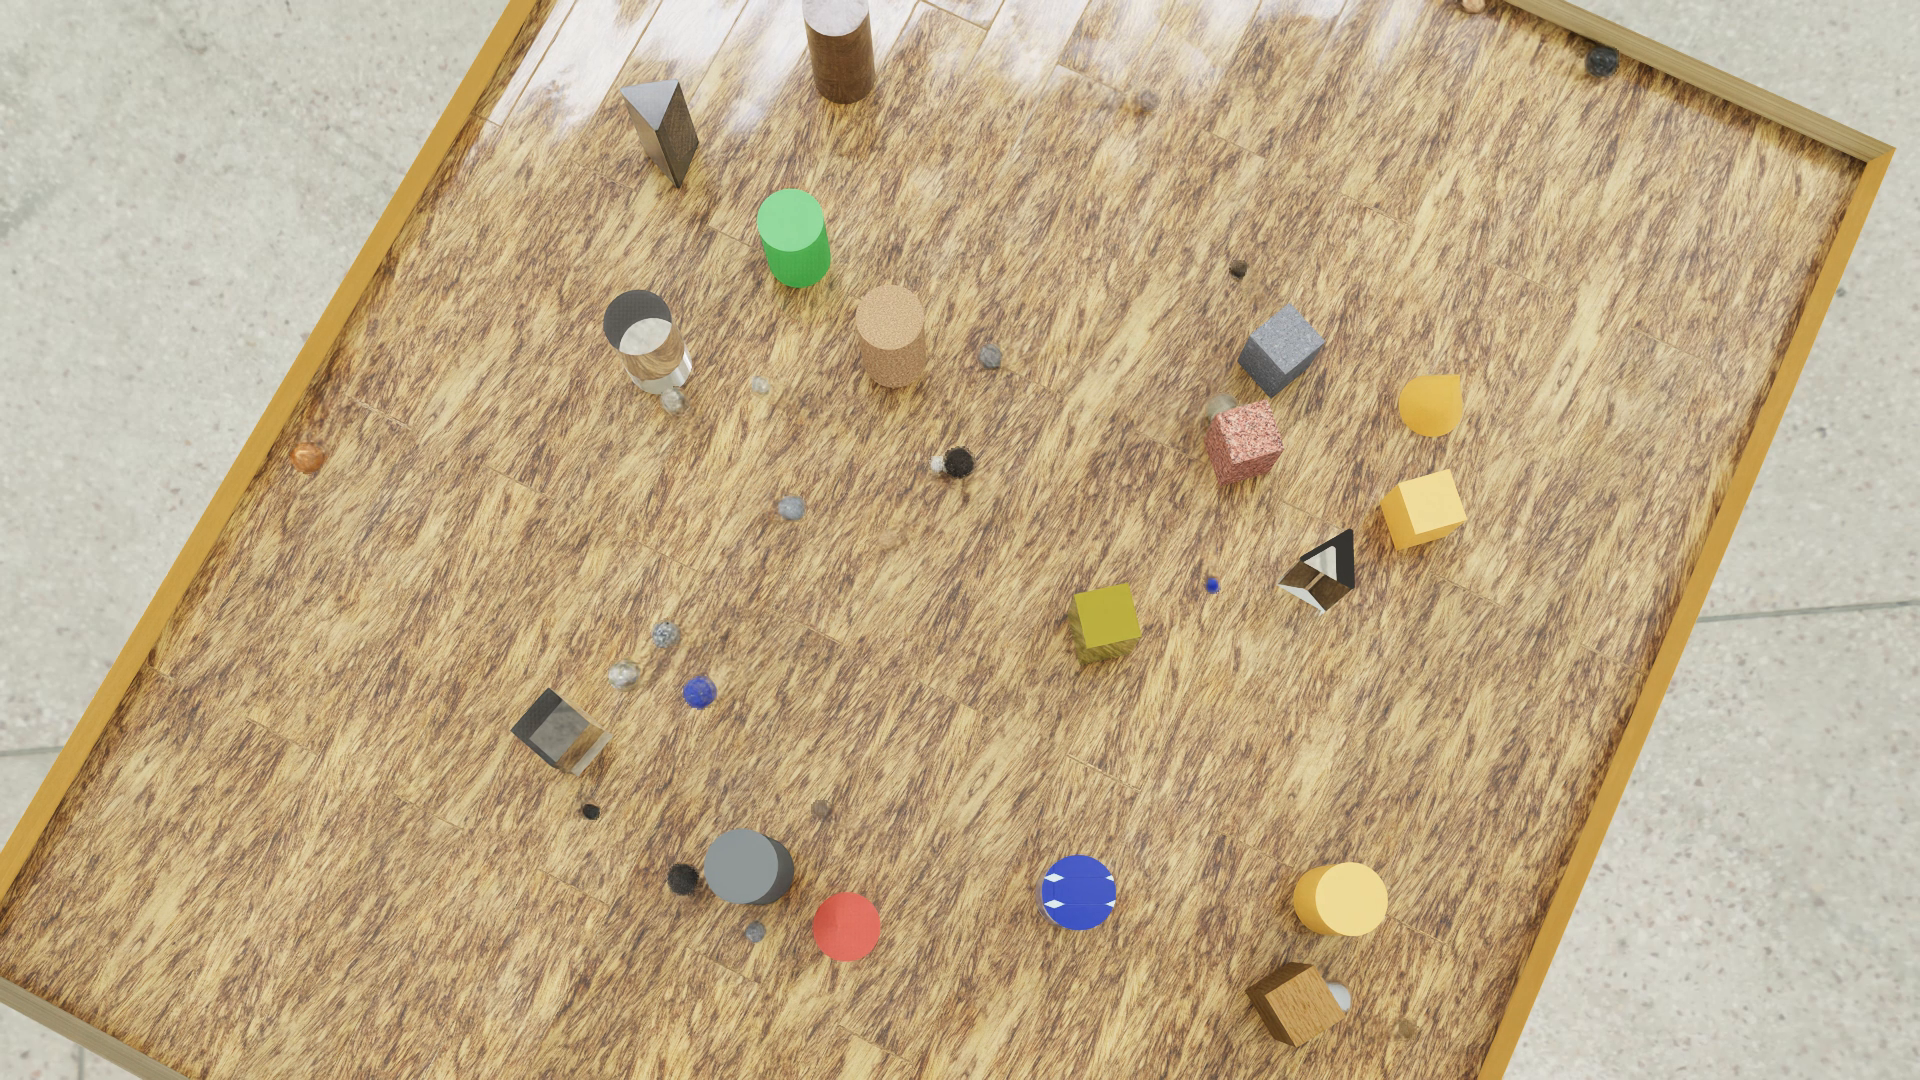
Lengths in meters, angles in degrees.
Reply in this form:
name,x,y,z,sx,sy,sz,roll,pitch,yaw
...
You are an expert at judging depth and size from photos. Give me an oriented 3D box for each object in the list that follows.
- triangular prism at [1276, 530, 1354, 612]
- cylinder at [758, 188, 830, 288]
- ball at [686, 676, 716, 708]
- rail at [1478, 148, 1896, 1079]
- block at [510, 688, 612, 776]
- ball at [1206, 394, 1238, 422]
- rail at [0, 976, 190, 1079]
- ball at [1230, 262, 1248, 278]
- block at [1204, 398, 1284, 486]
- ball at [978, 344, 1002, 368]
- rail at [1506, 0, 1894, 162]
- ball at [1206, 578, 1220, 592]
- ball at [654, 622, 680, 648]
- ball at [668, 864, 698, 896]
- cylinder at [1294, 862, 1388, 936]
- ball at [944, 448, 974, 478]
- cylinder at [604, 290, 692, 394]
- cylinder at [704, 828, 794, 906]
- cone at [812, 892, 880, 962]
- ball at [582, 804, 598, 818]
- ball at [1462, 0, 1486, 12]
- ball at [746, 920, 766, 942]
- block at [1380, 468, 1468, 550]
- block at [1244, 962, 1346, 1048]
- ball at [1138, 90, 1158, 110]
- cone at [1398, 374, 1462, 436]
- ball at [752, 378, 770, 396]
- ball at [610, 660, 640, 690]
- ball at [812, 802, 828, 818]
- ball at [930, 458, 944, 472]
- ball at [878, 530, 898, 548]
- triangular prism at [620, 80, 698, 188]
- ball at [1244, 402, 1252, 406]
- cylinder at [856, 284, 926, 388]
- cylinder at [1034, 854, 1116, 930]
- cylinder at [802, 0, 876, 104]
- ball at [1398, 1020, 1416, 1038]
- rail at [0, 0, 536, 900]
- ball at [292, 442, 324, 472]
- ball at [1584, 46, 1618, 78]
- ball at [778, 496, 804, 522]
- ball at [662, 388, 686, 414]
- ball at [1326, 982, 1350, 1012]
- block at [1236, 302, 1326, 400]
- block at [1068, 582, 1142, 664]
name,x,y,z,sx,sy,sz,roll,pitch,yaw
triangular prism,1.078,0.072,5.400,0.173,0.395,0.150,30,80,6
cylinder,-0.508,-0.926,5.645,0.200,0.320,0.200,0,78,0
ball,-0.774,0.453,5.475,0.094,0.094,0.094,0,78,0
rail,1.827,0.901,5.363,0.045,0.130,4.856,26,80,5
block,-1.151,0.561,5.318,0.160,0.357,0.160,39,81,7
ball,0.808,-0.400,5.650,0.097,0.097,0.097,0,78,0
rail,-1.075,2.113,5.112,4.132,0.130,0.045,26,80,5
ball,0.878,-0.849,5.767,0.050,0.050,0.050,0,78,0
block,0.854,-0.290,5.529,0.160,0.289,0.160,-17,79,-3
ball,0.095,-0.571,5.697,0.074,0.074,0.074,0,78,0
rail,1.075,-2.099,5.984,4.132,0.130,0.045,26,80,5
ball,0.766,0.136,5.567,0.041,0.041,0.041,0,78,0
ball,-0.883,0.284,5.517,0.080,0.080,0.080,0,78,0
ball,-0.810,0.995,5.365,0.089,0.089,0.089,0,78,0
cylinder,1.081,1.026,5.228,0.200,0.345,0.200,0,78,0
ball,-0.003,-0.234,5.619,0.090,0.090,0.090,0,78,0
cylinder,-0.938,-0.592,5.530,0.200,0.410,0.200,0,78,0
cylinder,-0.589,0.927,5.173,0.200,0.493,0.200,0,78,0
cone,-0.333,1.099,5.201,0.200,0.368,0.200,0,78,0
ball,-1.095,0.803,5.427,0.045,0.045,0.045,0,78,0
ball,1.666,-1.746,5.942,0.070,0.070,0.070,0,78,0
ball,-0.595,1.142,5.350,0.060,0.060,0.060,0,78,0
block,1.390,-0.088,5.510,0.160,0.245,0.160,-16,79,-3
block,0.939,1.304,5.159,0.160,0.367,0.160,-30,80,-6
ball,0.601,-1.412,5.875,0.067,0.067,0.067,0,78,0
cone,1.465,-0.452,5.539,0.200,0.336,0.200,0,78,0
ball,-0.616,-0.476,5.685,0.059,0.059,0.059,0,78,0
ball,-1.003,0.403,5.486,0.092,0.092,0.092,0,78,0
ball,-0.413,0.798,5.428,0.046,0.046,0.046,0,78,0
ball,-0.067,-0.231,5.642,0.045,0.045,0.045,0,78,0
ball,-0.220,-0.001,5.588,0.057,0.057,0.057,0,78,0
triangular prism,-0.896,-1.278,5.656,0.150,0.441,0.173,-40,81,-8
ball,0.904,-0.398,5.668,0.061,0.061,0.061,0,78,0
cylinder,-0.205,-0.612,5.546,0.200,0.387,0.200,0,78,0
cylinder,0.320,0.997,5.165,0.200,0.480,0.200,0,78,0
cylinder,-0.373,-1.549,5.700,0.200,0.465,0.200,0,78,0
ball,1.292,1.414,5.298,0.051,0.051,0.051,0,78,0
rail,-1.827,-0.887,5.733,0.045,0.130,4.856,26,80,5
ball,-2.003,-0.256,5.623,0.092,0.092,0.092,0,78,0
ball,2.057,-1.537,5.884,0.100,0.100,0.100,0,78,0
ball,-0.517,-0.096,5.597,0.078,0.078,0.078,0,78,0
ball,-0.885,-0.428,5.666,0.077,0.077,0.077,0,78,0
ball,1.082,1.326,5.295,0.092,0.092,0.092,0,78,0
block,0.978,-0.576,5.601,0.160,0.264,0.160,-39,81,-7
block,0.421,0.250,5.388,0.160,0.346,0.160,-12,79,-3
